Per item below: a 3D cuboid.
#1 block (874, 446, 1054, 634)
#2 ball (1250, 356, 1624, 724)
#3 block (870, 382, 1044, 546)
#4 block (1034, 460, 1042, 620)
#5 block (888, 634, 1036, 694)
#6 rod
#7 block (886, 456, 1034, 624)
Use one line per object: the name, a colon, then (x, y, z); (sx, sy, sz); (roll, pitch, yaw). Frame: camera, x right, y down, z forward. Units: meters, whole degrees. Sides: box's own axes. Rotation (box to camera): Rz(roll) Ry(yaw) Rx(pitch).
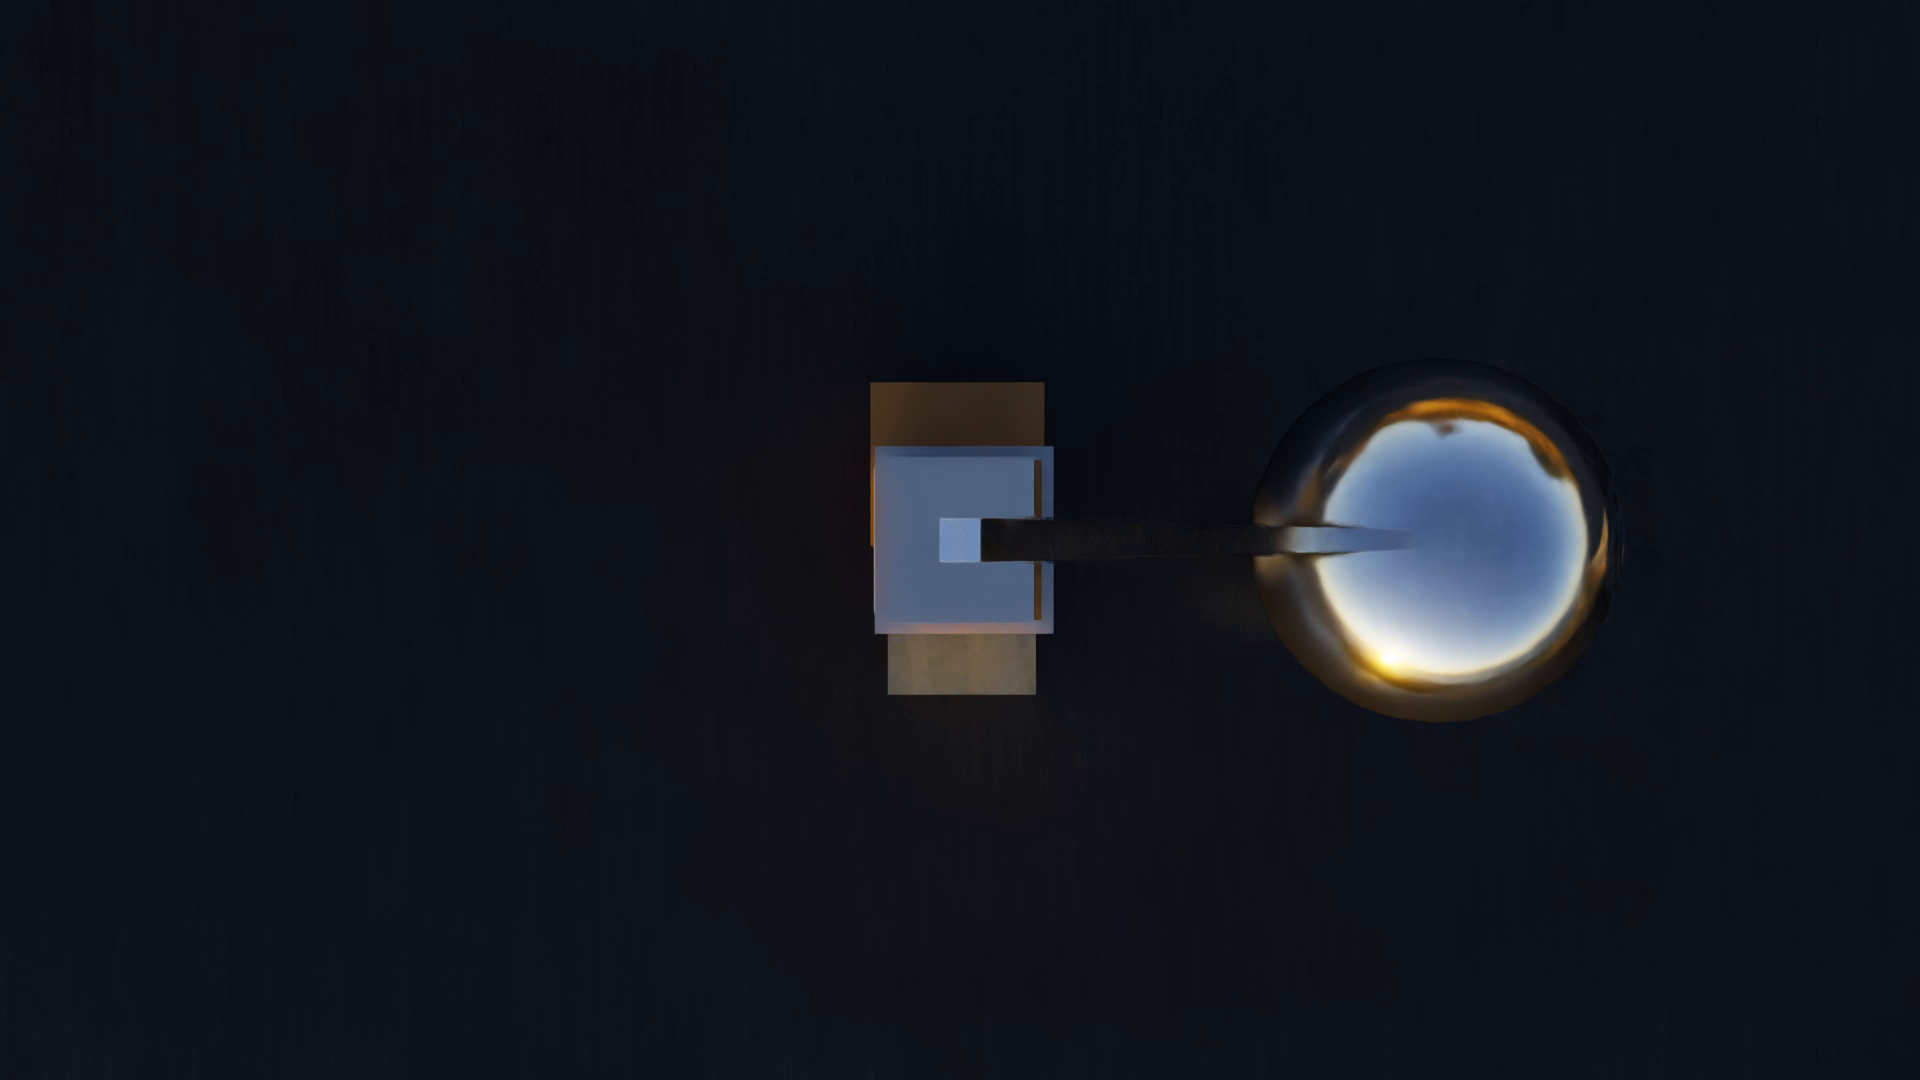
block: (0.019, 0.000, 10.249); (0.797, 0.878, 0.837); (0, 90, 0)
ball: (2.074, 0.000, 9.627); (1.600, 1.600, 1.600); (0, 90, 0)
block: (-0.015, -0.415, 12.509); (0.950, 0.981, 0.893); (0, 90, 0)
block: (0.020, 0.000, 9.439); (0.634, 0.743, 0.661); (0, 90, 0)
block: (0.010, 0.452, 12.624); (0.824, 0.752, 0.819); (0, 90, 0)
rod: (0.899, 0.000, 6.437); (0.080, 5.200, 0.080); (0, 90, 20)
block: (0.000, 0.000, 8.242); (0.538, 0.493, 0.606); (0, 90, 0)
